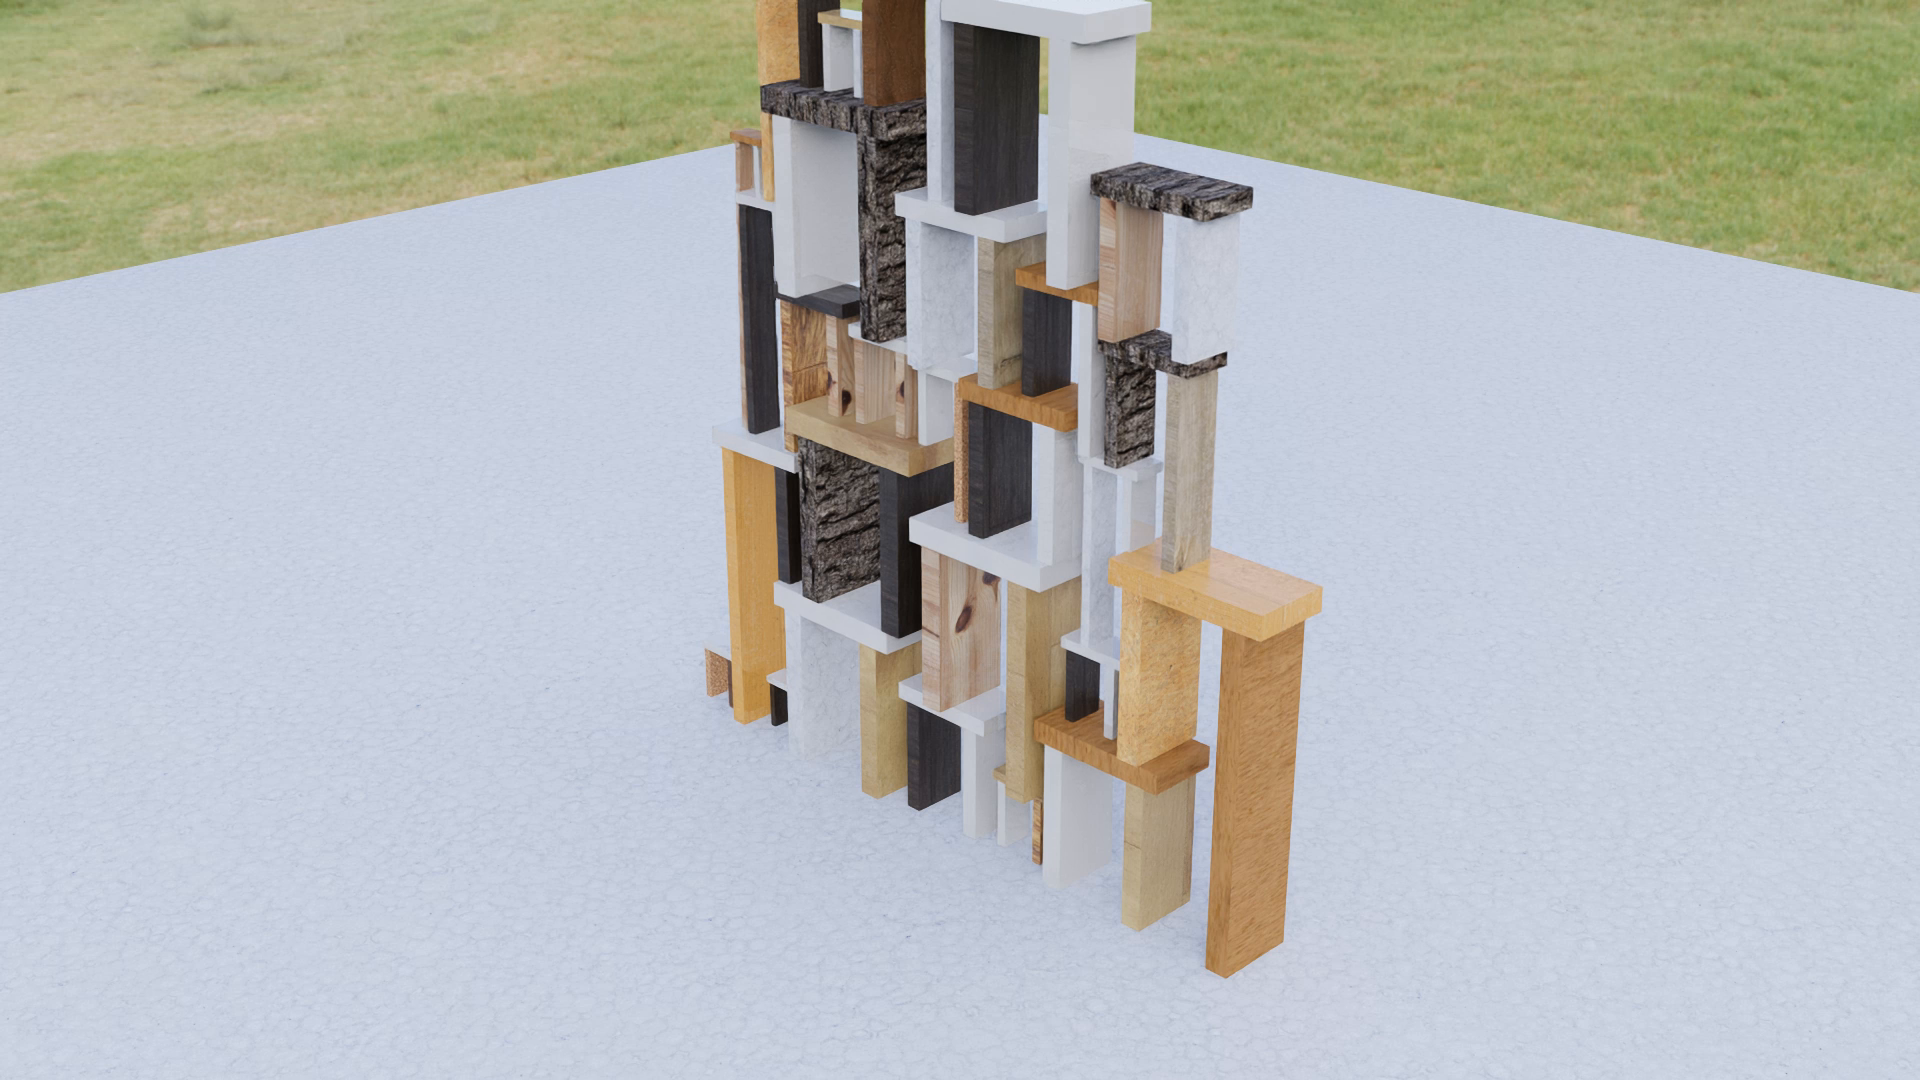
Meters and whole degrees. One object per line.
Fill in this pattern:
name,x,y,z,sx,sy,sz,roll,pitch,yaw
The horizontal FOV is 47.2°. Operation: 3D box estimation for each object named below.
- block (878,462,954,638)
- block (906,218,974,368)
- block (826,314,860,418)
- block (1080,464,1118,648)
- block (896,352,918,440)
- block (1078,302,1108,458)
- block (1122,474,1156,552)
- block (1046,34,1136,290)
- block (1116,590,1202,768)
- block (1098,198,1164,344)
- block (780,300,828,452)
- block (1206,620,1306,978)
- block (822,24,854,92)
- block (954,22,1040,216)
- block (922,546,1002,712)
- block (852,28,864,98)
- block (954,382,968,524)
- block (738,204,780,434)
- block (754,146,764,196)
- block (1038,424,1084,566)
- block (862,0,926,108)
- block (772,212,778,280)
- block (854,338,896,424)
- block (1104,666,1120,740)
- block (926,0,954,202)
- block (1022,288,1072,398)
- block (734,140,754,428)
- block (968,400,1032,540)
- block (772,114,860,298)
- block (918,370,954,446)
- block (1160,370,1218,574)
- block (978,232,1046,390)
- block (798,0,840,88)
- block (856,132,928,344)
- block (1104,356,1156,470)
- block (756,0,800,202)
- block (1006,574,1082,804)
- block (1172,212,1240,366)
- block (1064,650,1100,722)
block,-0.076,0.002,4.311,0.050,0.351,0.176,21,31,40
block,-0.036,-0.468,4.060,0.138,0.278,0.039,-21,31,-40
block,-0.212,-0.352,4.305,0.029,0.204,0.102,21,31,40
block,0.250,0.021,3.960,0.068,0.354,0.019,-21,31,-40
block,-0.083,-0.286,4.194,0.085,0.170,0.024,-22,31,-40
block,0.250,-0.288,3.831,0.028,0.278,0.099,21,31,40
block,0.314,-0.053,3.858,0.068,0.137,0.019,-22,31,-40
block,0.221,-0.644,3.707,0.047,0.417,0.164,21,31,41
block,0.358,0.222,3.934,0.167,0.335,0.047,-21,31,-41
block,0.288,-0.465,3.704,0.122,0.244,0.035,-22,31,-40
block,-0.309,-0.339,4.417,0.029,0.315,0.102,21,31,40
block,0.516,0.441,3.856,0.047,0.676,0.167,21,31,41
block,-0.225,-0.900,4.084,0.018,0.124,0.062,21,31,40
block,0.065,-0.744,3.833,0.164,0.328,0.047,-21,31,-40
block,0.004,0.150,4.276,0.170,0.339,0.048,-21,31,-41
block,-0.166,-0.877,4.030,0.018,0.124,0.062,21,31,40
block,0.022,-0.171,4.121,0.073,0.276,0.021,-21,31,-40
block,-0.406,-0.451,4.466,0.020,0.484,0.070,21,31,40
block,-0.382,-0.730,4.326,0.014,0.099,0.050,20,30,39
block,0.199,-0.097,3.963,0.131,0.263,0.037,-21,31,-41
block,-0.119,-0.915,3.964,0.123,0.246,0.035,-22,31,-40
block,-0.334,-0.586,4.341,0.070,0.140,0.020,-21,30,-39
block,-0.164,-0.317,4.267,0.024,0.170,0.085,21,31,41
block,0.297,0.287,4.025,0.072,0.145,0.021,-21,31,-41
block,-0.003,-0.803,3.888,0.123,0.393,0.035,-21,31,-40
block,0.155,-0.361,3.900,0.099,0.198,0.028,-21,31,-41
block,-0.427,-0.517,4.468,0.014,0.602,0.050,21,30,39
block,0.075,-0.145,4.078,0.131,0.263,0.037,-21,31,-41
block,-0.274,-0.658,4.244,0.049,0.348,0.174,21,31,40
block,-0.046,-0.257,4.159,0.073,0.146,0.021,-22,31,-40
block,0.390,-0.123,3.741,0.028,0.356,0.100,21,31,41
block,0.094,-0.419,3.939,0.138,0.275,0.039,-21,31,-40
block,-0.262,-0.938,4.112,0.024,0.172,0.086,21,31,40
block,-0.108,-0.575,4.101,0.174,0.387,0.049,-22,31,-40
block,0.294,-0.232,3.796,0.100,0.200,0.028,-22,32,-40
block,-0.345,-0.861,4.235,0.086,0.410,0.024,-21,31,-40
block,0.164,0.263,4.151,0.170,0.450,0.048,-21,31,-41
block,0.403,-0.420,3.598,0.122,0.244,0.035,-22,31,-40
block,0.229,0.260,4.088,0.072,0.145,0.021,-21,31,-41
